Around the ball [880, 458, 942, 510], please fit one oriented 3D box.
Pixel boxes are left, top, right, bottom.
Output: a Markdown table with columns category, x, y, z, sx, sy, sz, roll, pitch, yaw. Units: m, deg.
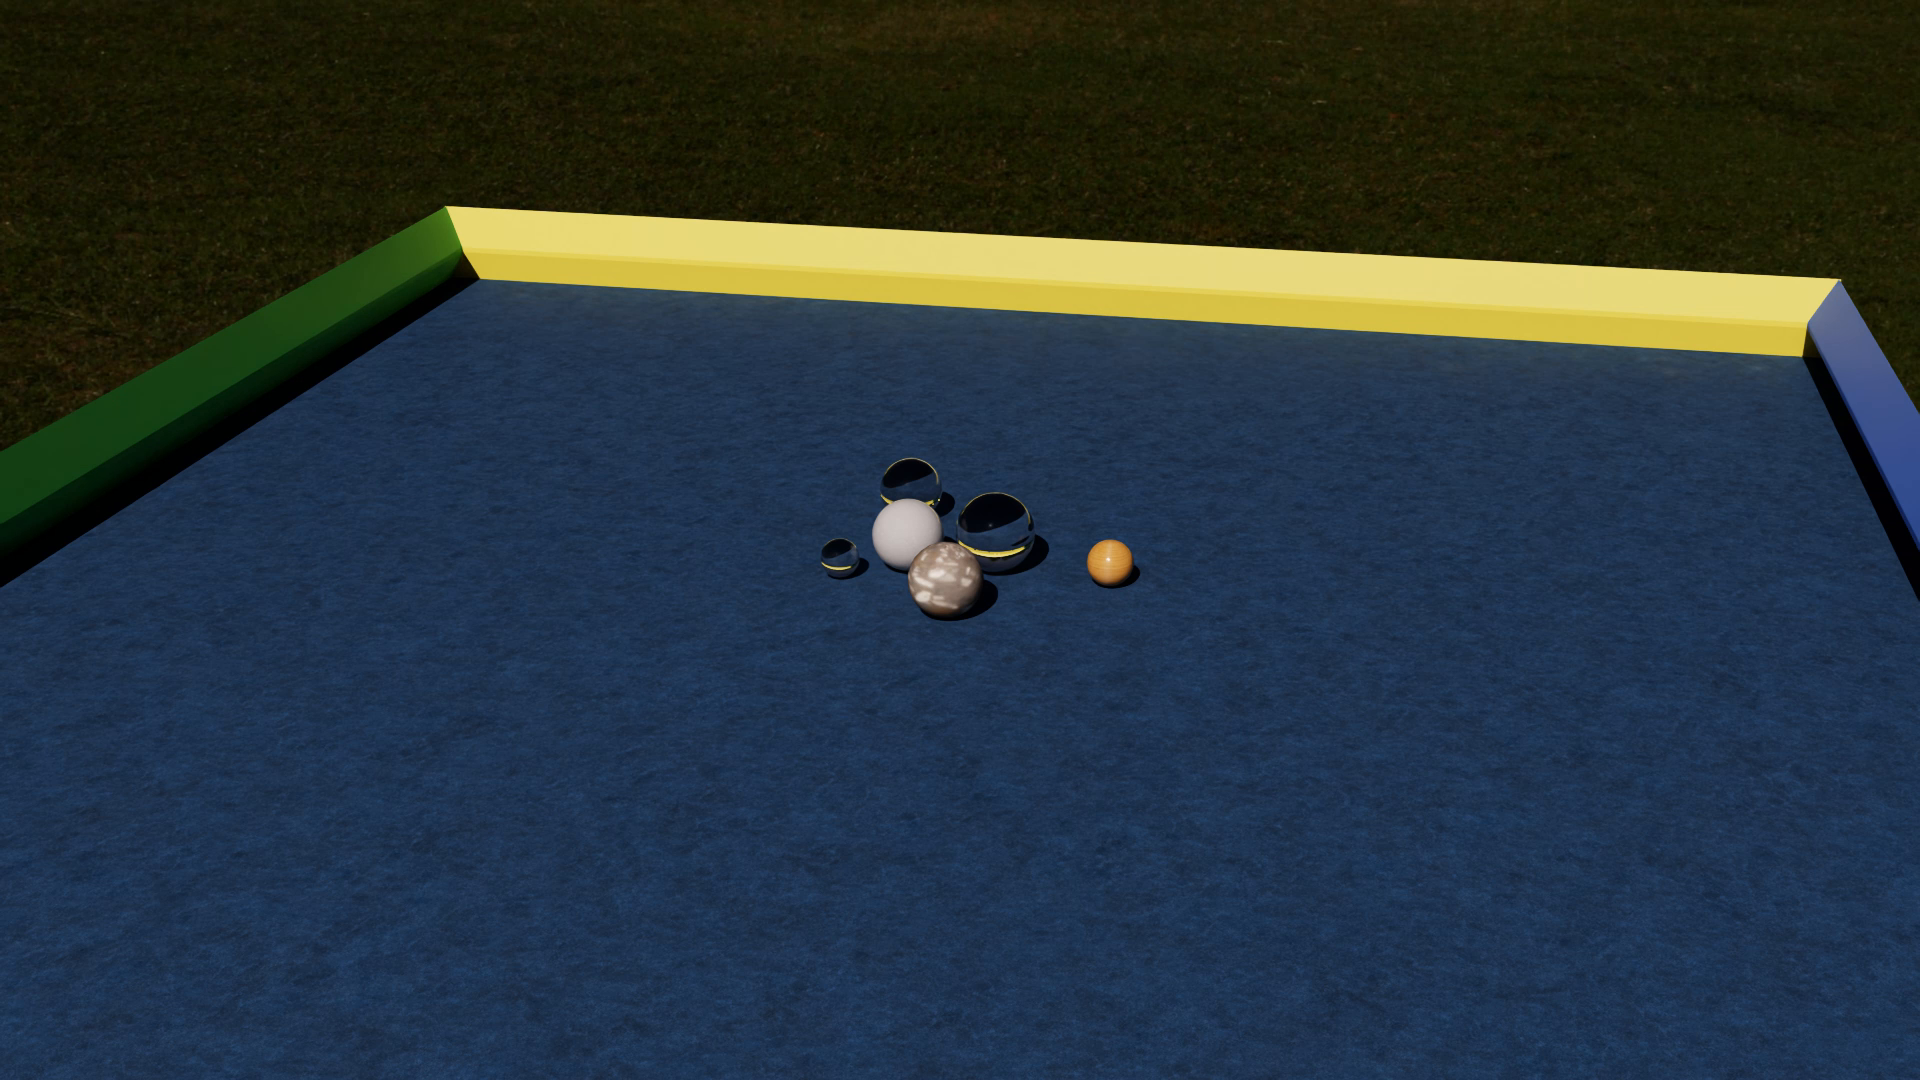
| category | x | y | z | sx | sy | sz | roll | pitch | yaw |
| --- | --- | --- | --- | --- | --- | --- | --- | --- | --- |
| ball | -0.061 | -0.063 | 2.730 | 0.078 | 0.078 | 0.078 | 0 | 22 | 0 |

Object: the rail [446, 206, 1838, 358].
| category | x | y | z | sx | sy | sz | roll | pitch | yaw |
| --- | --- | --- | --- | --- | --- | --- | --- | --- | --- |
| rail | 0.221 | -0.415 | 3.535 | 2.255 | 0.122 | 0.045 | 5 | 23 | 11 |

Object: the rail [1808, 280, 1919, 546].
| category | x | y | z | sx | sy | sz | roll | pitch | yaw |
| --- | --- | --- | --- | --- | --- | --- | --- | --- | --- |
| rail | 0.854 | 0.463 | 1.372 | 0.045 | 0.122 | 4.353 | 5 | 23 | 11 |

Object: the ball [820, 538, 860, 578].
| category | x | y | z | sx | sy | sz | roll | pitch | yaw |
| --- | --- | --- | --- | --- | --- | --- | --- | --- | --- |
| ball | -0.140 | 0.021 | 2.565 | 0.047 | 0.047 | 0.047 | 0 | 22 | 0 |

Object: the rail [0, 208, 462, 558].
| category | x | y | z | sx | sy | sz | roll | pitch | yaw |
| --- | --- | --- | --- | --- | --- | --- | --- | --- | --- |
| rail | -1.305 | 0.291 | 1.796 | 0.045 | 0.122 | 4.353 | 5 | 23 | 11 |

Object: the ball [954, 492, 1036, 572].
| category | x | y | z | sx | sy | sz | roll | pitch | yaw |
| --- | --- | --- | --- | --- | --- | --- | --- | --- | --- |
| ball | 0.041 | -0.009 | 2.575 | 0.094 | 0.094 | 0.094 | 0 | 22 | 0 |

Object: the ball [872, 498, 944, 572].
| category | x | y | z | sx | sy | sz | roll | pitch | yaw |
| --- | --- | --- | --- | --- | --- | --- | --- | --- | --- |
| ball | -0.061 | -0.006 | 2.580 | 0.085 | 0.085 | 0.085 | 0 | 22 | 0 |

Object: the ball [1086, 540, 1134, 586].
| category | x | y | z | sx | sy | sz | roll | pitch | yaw |
| --- | --- | --- | --- | --- | --- | --- | --- | --- | --- |
| ball | 0.174 | 0.026 | 2.540 | 0.055 | 0.055 | 0.055 | 0 | 22 | 0 |

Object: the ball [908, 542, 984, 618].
| category | x | y | z | sx | sy | sz | roll | pitch | yaw |
| --- | --- | --- | --- | --- | --- | --- | --- | --- | --- |
| ball | -0.016 | 0.045 | 2.455 | 0.085 | 0.085 | 0.085 | 0 | 22 | 0 |
